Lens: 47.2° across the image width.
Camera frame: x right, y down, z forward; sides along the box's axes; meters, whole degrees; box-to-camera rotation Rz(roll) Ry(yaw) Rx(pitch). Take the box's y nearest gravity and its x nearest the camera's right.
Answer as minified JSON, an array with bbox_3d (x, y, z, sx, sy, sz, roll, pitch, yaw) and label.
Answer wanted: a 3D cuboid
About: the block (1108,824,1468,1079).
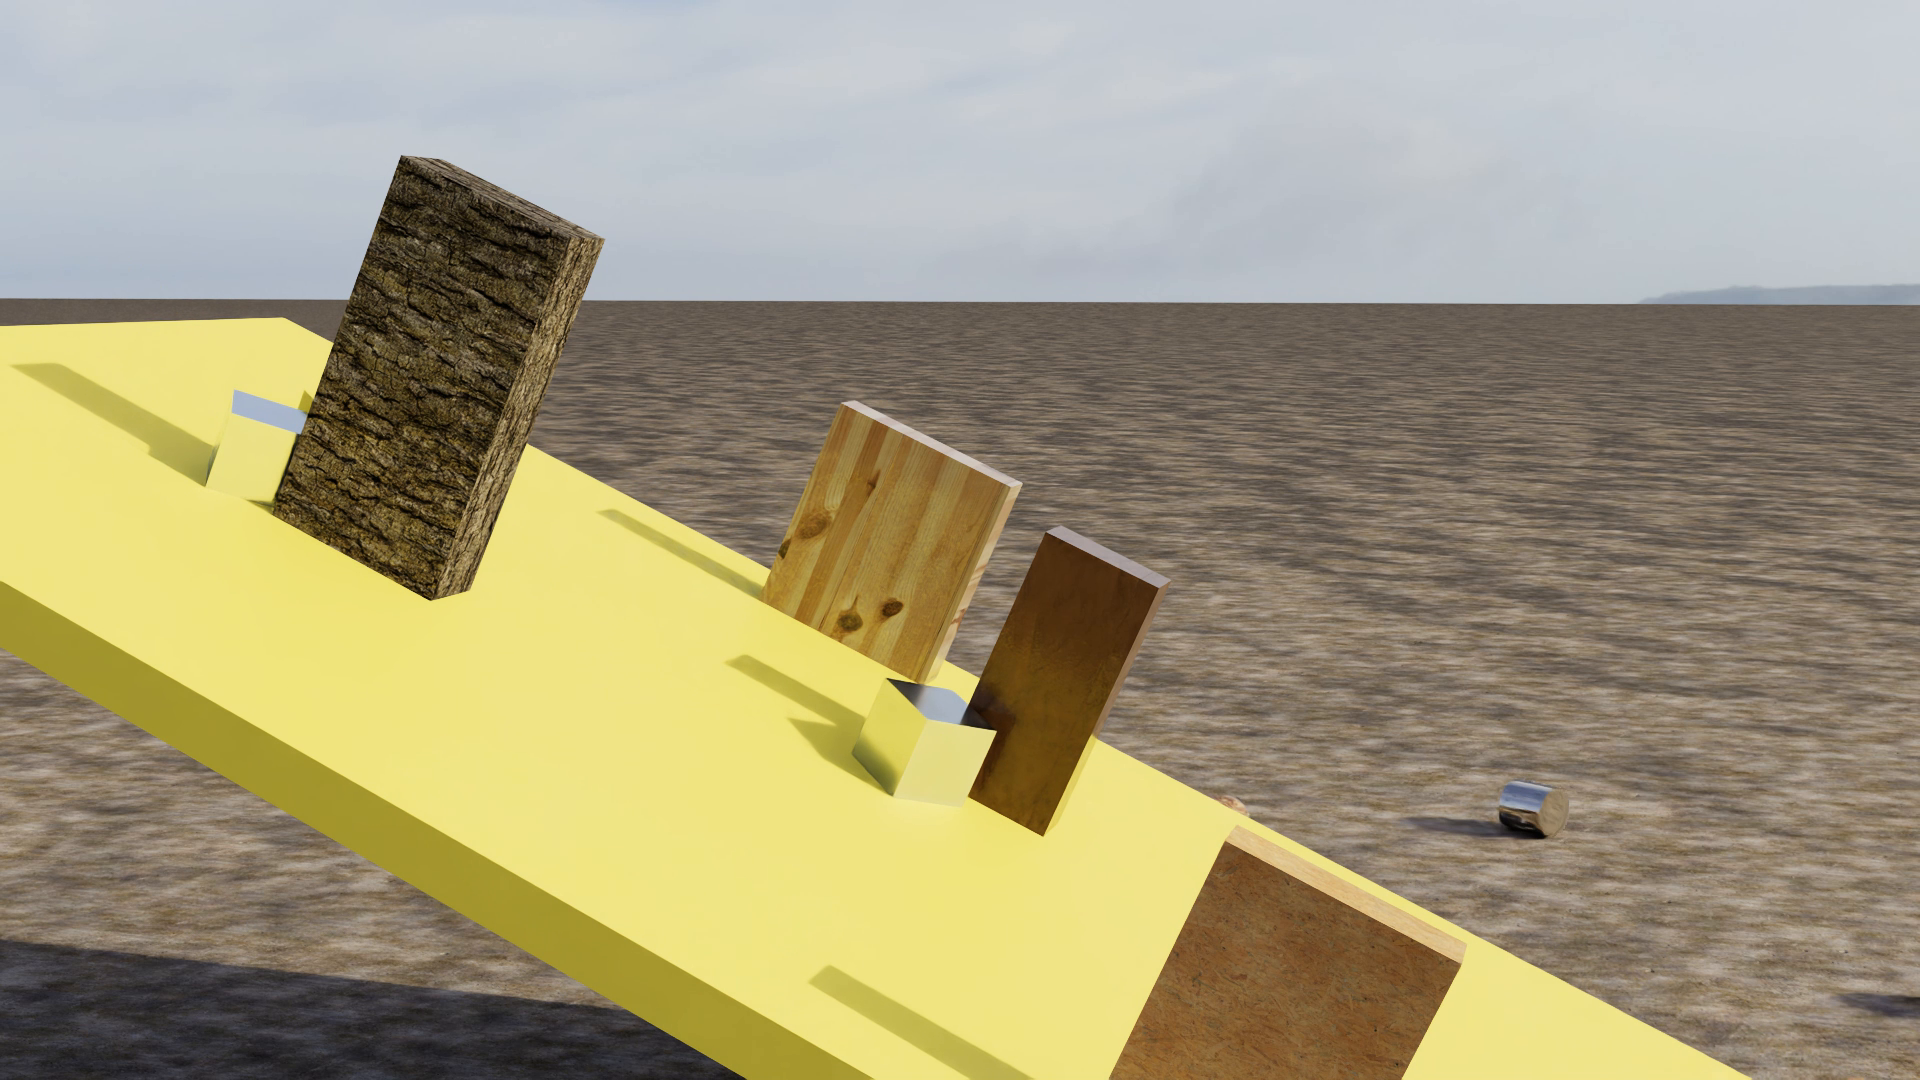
[{"bbox_3d":[0.440,0.718,3.129,0.359,0.508,0.097,27,14,13],"label":"block"}]

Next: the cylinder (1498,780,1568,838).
[{"bbox_3d":[1.902,0.892,7.301,0.160,0.160,0.160,-6,9,-40],"label":"cylinder"}]

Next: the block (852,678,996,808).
[{"bbox_3d":[-0.071,0.393,4.262,0.171,0.171,0.171,13,17,-37],"label":"block"}]

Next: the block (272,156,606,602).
[{"bbox_3d":[-0.990,-0.305,4.158,0.371,0.741,0.147,27,14,13],"label":"block"}]

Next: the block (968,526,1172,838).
[{"bbox_3d":[0.181,0.276,4.320,0.244,0.550,0.116,27,14,13],"label":"block"}]

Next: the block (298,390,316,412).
[{"bbox_3d":[-1.239,-0.172,4.443,0.179,0.179,0.179,11,18,-42],"label":"block"}]

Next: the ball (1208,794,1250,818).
[{"bbox_3d":[0.836,0.910,7.038,0.190,0.190,0.190,0,7,0],"label":"ball"}]

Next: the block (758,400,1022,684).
[{"bbox_3d":[-0.159,0.005,4.917,0.430,0.493,0.095,27,14,13],"label":"block"}]

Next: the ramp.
[{"bbox_3d":[-0.276,0.476,4.177,4.000,0.100,2.000,27,14,13],"label":"ramp"}]

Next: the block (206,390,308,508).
[{"bbox_3d":[-1.363,-0.175,4.285,0.158,0.158,0.158,18,14,-22],"label":"block"}]

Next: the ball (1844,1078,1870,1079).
[{"bbox_3d":[1.839,1.181,4.490,0.163,0.163,0.163,0,7,0],"label":"ball"}]
